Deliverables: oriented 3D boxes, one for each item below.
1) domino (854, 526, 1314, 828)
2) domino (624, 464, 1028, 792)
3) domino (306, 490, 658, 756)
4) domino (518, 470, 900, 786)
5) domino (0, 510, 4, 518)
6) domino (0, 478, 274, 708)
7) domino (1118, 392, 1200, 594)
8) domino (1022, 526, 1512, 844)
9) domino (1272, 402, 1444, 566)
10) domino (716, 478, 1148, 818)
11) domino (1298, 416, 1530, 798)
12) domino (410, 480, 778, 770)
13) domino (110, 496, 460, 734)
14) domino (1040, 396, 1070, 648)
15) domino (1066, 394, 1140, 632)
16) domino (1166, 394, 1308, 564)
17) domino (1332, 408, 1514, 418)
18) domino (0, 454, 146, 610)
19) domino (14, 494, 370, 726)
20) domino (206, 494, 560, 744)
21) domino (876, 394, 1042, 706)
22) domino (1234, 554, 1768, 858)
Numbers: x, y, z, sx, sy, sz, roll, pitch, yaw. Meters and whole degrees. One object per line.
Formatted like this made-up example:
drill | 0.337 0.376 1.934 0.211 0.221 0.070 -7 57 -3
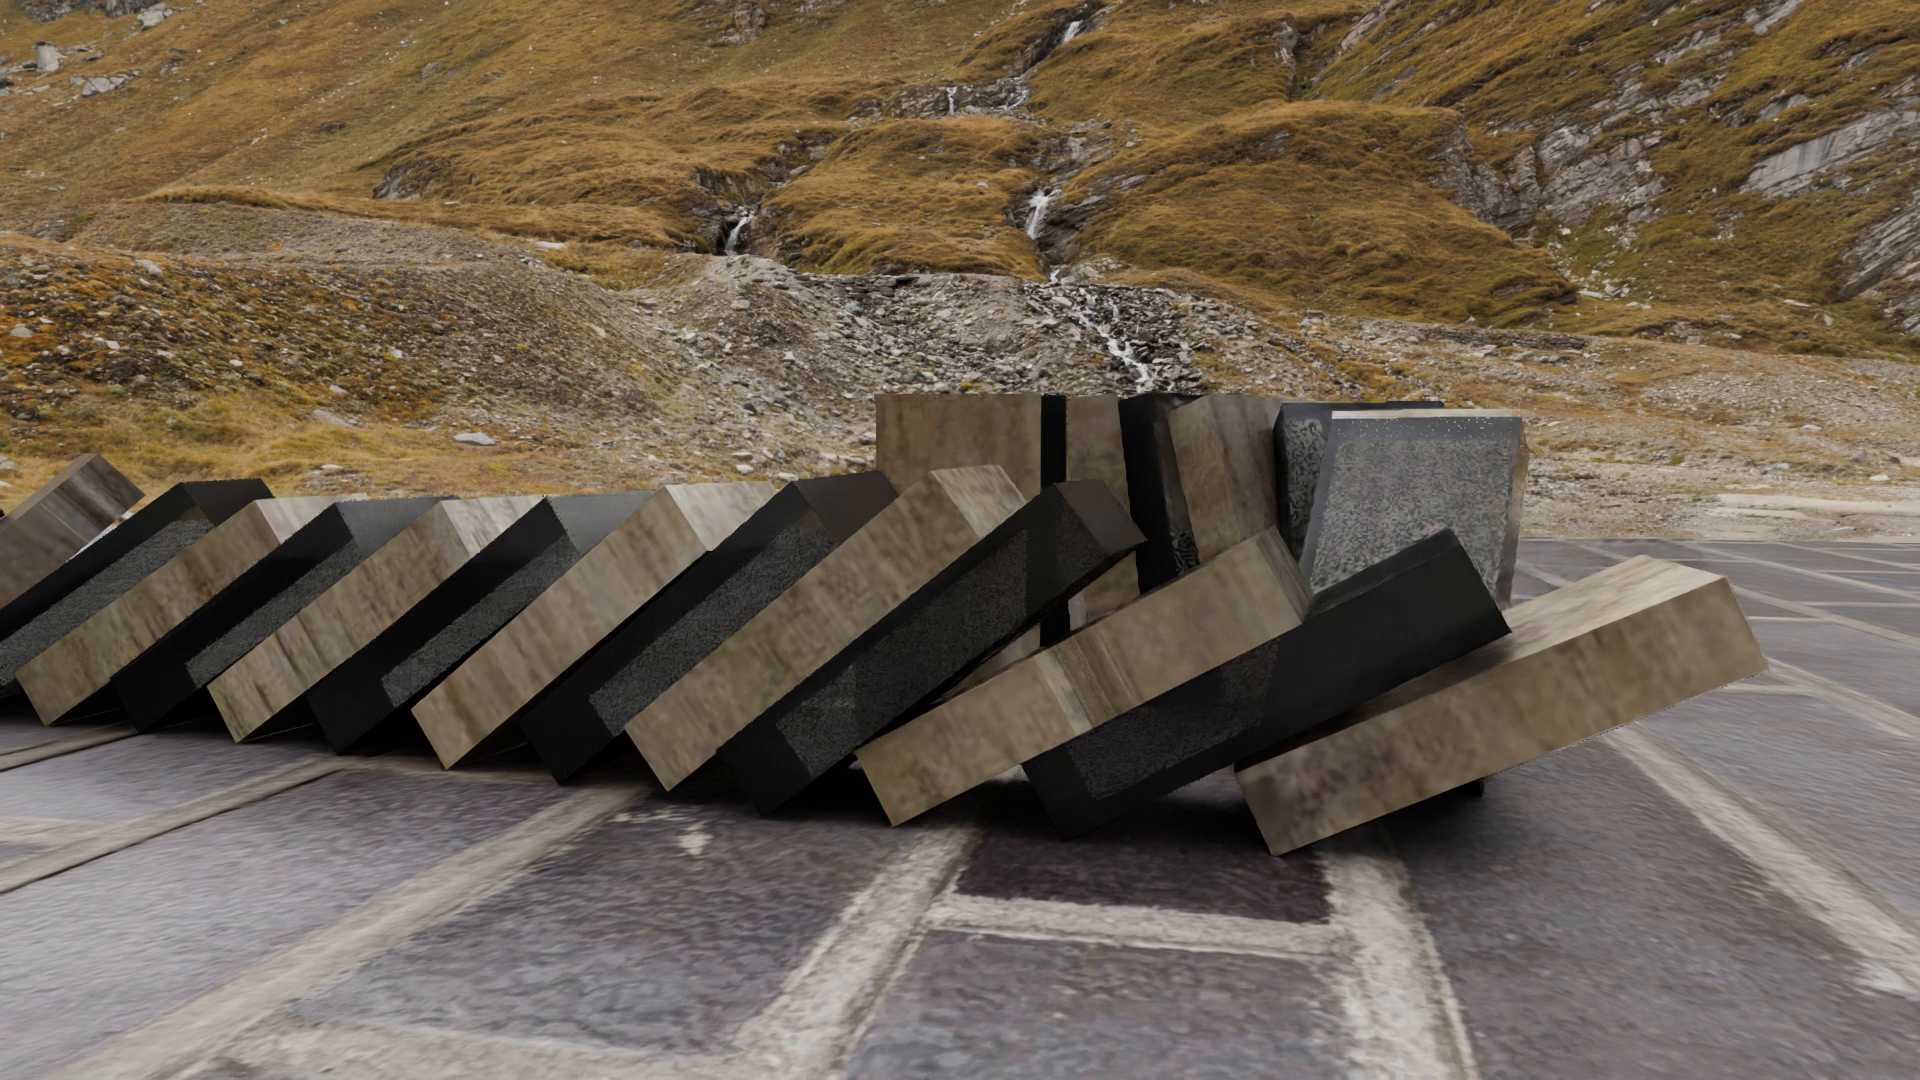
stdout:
domino | 0.015 0.015 0.147 0.050 0.009 0.025 -30 -5 18
domino | -0.015 0.010 0.157 0.050 0.009 0.025 -39 -8 18
domino | -0.064 0.011 0.179 0.050 0.010 0.025 -35 -8 20
domino | -0.030 0.011 0.164 0.050 0.009 0.025 -39 -8 19
domino | -0.186 0.008 0.209 0.025 0.009 0.050 -3 38 13
domino | -0.137 0.009 0.207 0.050 0.009 0.025 -35 5 0
domino | 0.040 0.000 0.223 0.009 0.050 0.025 -11 -4 38
domino | 0.033 0.015 0.141 0.050 0.009 0.025 -30 -5 18
domino | 0.064 0.003 0.199 0.025 0.050 0.010 0 -22 4
domino | -0.003 0.012 0.151 0.050 0.010 0.025 -39 -8 16
domino | 0.058 0.007 0.168 0.025 0.050 0.010 3 -31 32
domino | -0.047 0.011 0.172 0.050 0.009 0.025 -38 -9 19
domino | -0.099 0.011 0.193 0.050 0.009 0.025 -32 -6 17
domino | 0.007 0.001 0.217 0.009 0.050 0.025 -5 6 -33
domino | 0.022 0.000 0.224 0.009 0.050 0.025 -8 5 -9
domino | 0.052 0.001 0.213 0.025 0.050 0.010 -3 -13 -36
domino | 0.063 0.005 0.182 0.025 0.050 0.010 2 -27 27
domino | -0.162 0.006 0.214 0.025 0.009 0.050 5 49 51
domino | -0.117 0.010 0.201 0.050 0.009 0.025 -32 -2 11
domino | -0.081 0.011 0.187 0.050 0.010 0.025 -33 -7 18
domino | 0.000 0.002 0.200 0.025 0.050 0.009 0 5 3
domino | 0.055 0.017 0.139 0.050 0.009 0.025 -25 -1 12
